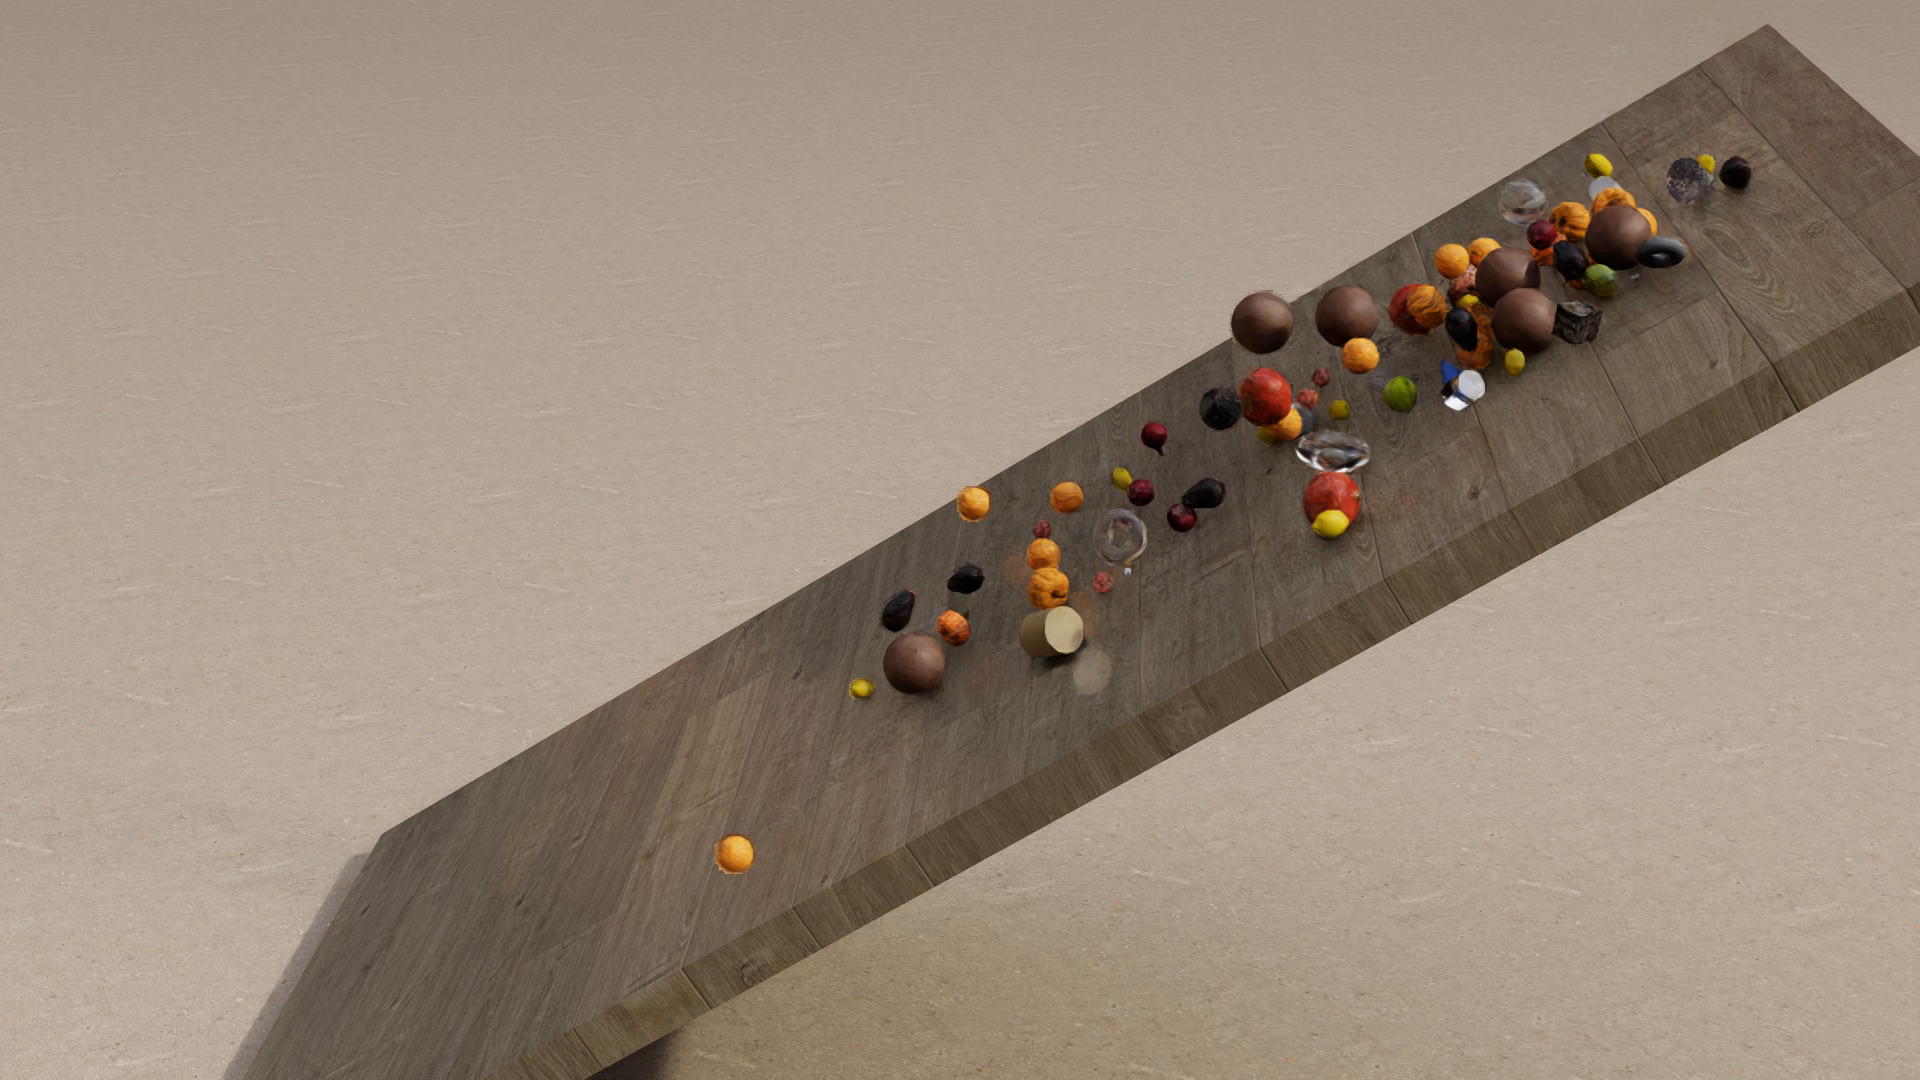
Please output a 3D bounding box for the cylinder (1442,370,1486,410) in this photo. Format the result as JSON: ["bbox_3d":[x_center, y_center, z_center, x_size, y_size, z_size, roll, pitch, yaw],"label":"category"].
[{"bbox_3d":[0.960,-0.286,5.605,0.060,0.060,0.060,-10,-13,-25],"label":"cylinder"}]

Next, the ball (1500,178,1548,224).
[{"bbox_3d":[1.188,-0.715,6.205,0.099,0.099,0.099,0,20,0],"label":"ball"}]

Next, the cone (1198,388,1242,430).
[{"bbox_3d":[0.476,-0.250,5.432,0.081,0.081,0.081,5,-7,13],"label":"cone"}]

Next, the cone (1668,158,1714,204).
[{"bbox_3d":[1.508,-0.734,5.986,0.095,0.095,0.095,-11,22,-39],"label":"cone"}]

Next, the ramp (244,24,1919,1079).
[{"bbox_3d":[0.140,0.170,6.292,4.000,0.100,2.000,-30,15,13],"label":"ramp"}]

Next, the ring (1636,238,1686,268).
[{"bbox_3d":[1.345,-0.551,5.646,0.094,0.031,0.094,3,-22,1],"label":"ring"}]

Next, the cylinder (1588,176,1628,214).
[{"bbox_3d":[1.362,-0.725,6.180,0.060,0.060,0.060,18,-7,40],"label":"cylinder"}]

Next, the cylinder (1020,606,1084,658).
[{"bbox_3d":[0.181,0.182,5.782,0.093,0.093,0.093,-13,-1,-32],"label":"cylinder"}]

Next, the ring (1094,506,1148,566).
[{"bbox_3d":[0.327,-0.006,5.994,0.123,0.123,0.041,14,9,34],"label":"ring"}]

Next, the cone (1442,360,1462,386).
[{"bbox_3d":[0.964,-0.325,5.774,0.077,0.077,0.077,-31,15,9],"label":"cone"}]

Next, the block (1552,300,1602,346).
[{"bbox_3d":[1.167,-0.411,5.563,0.060,0.060,0.060,-13,34,-31],"label":"block"}]

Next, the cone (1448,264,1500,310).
[{"bbox_3d":[1.092,-0.520,6.155,0.099,0.099,0.099,-16,24,-37],"label":"cone"}]

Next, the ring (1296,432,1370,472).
[{"bbox_3d":[0.717,-0.171,5.658,0.143,0.048,0.143,3,21,-1],"label":"ring"}]

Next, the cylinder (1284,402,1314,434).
[{"bbox_3d":[0.706,-0.254,6.132,0.054,0.054,0.054,-2,16,-6],"label":"cylinder"}]
